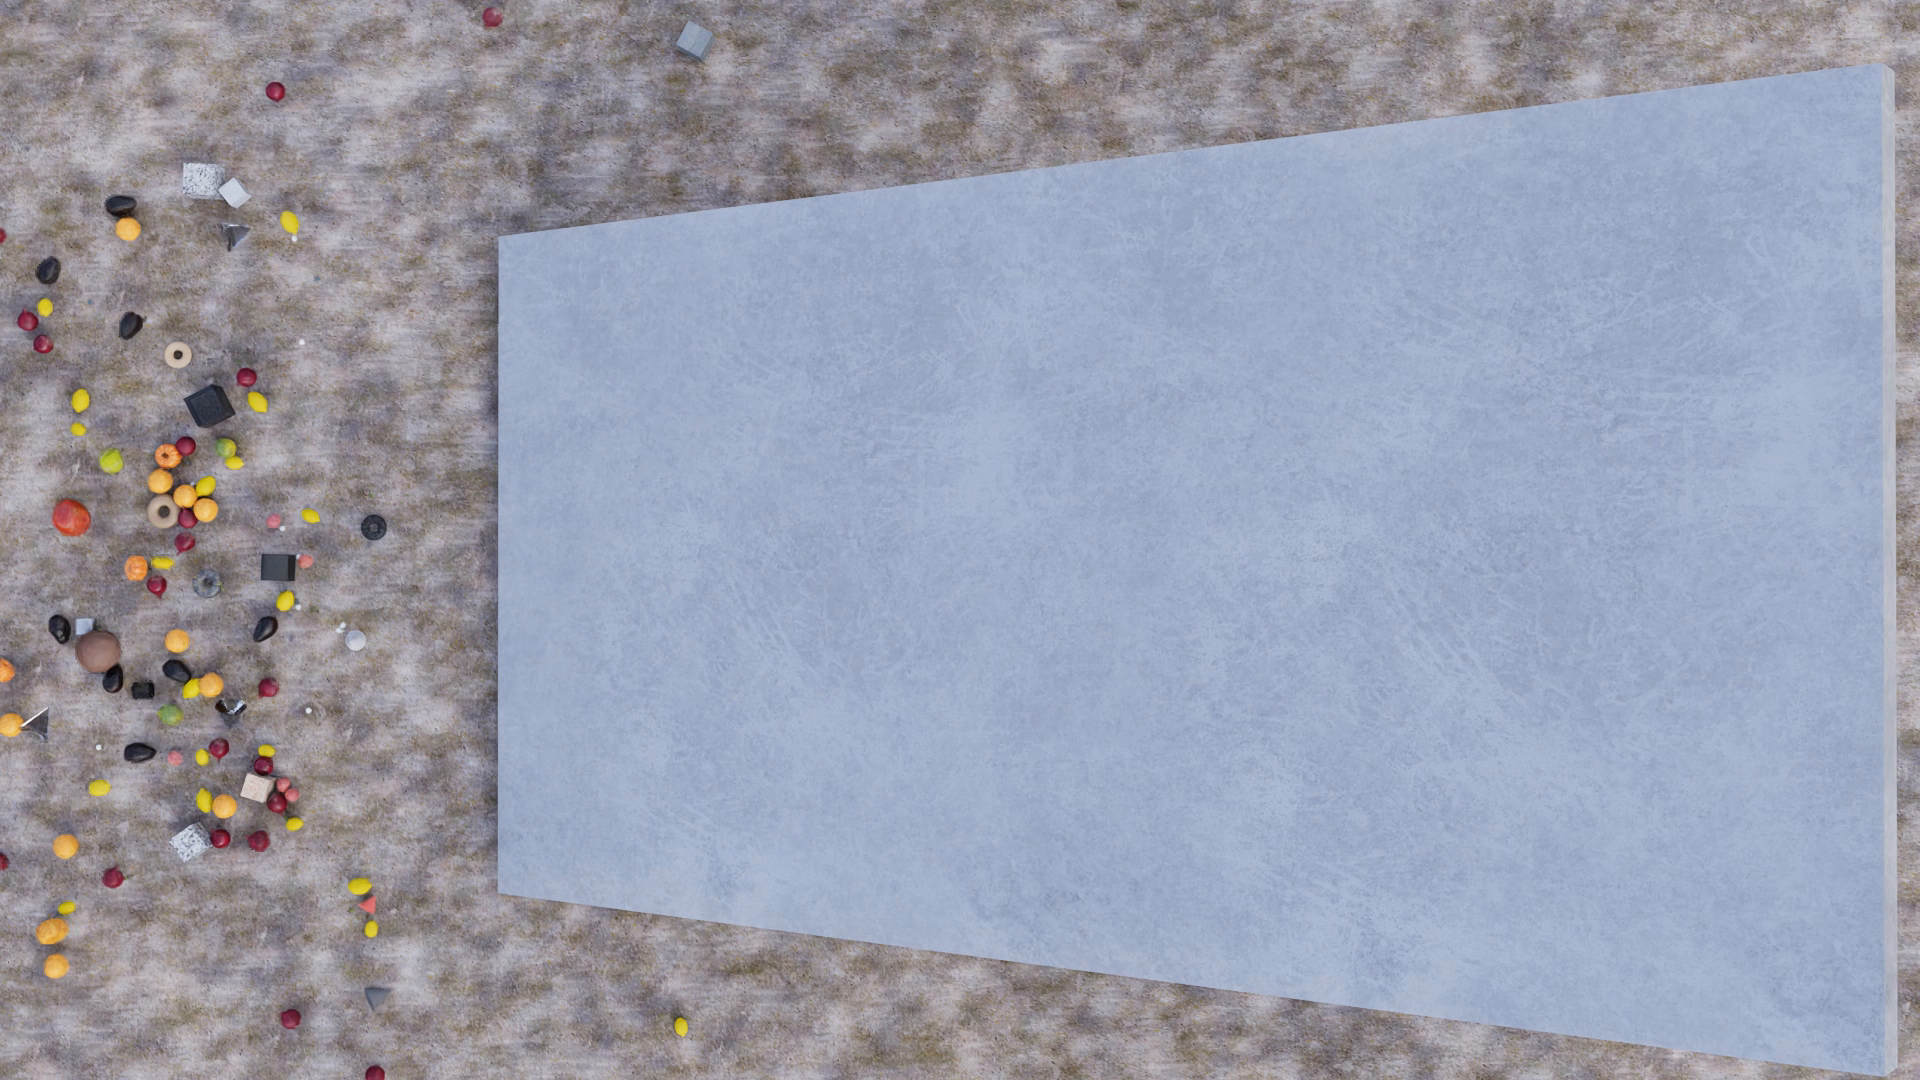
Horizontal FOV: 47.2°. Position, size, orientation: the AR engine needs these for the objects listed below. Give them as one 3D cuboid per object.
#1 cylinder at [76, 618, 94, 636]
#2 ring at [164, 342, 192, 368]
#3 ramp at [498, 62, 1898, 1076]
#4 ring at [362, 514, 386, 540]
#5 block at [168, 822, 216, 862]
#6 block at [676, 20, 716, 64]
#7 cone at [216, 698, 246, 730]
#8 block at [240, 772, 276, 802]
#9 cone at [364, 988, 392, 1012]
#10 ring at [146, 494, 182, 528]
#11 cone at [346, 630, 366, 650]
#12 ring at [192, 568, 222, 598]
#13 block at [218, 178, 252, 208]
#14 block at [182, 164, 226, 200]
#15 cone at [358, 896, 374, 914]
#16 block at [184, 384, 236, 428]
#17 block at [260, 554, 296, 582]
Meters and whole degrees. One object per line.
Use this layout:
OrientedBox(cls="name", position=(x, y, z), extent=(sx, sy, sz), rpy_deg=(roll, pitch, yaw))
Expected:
OrientedBox(cls="cylinder", position=(-2.688, 0.267, 6.753), extent=(0.050, 0.050, 0.050), rpy_deg=(1, 90, 0))
OrientedBox(cls="ring", position=(-2.408, -0.570, 6.770), extent=(0.084, 0.028, 0.084), rpy_deg=(0, 89, -1))
OrientedBox(cls="ramp", position=(0.237, 0.066, 5.557), extent=(4.000, 0.100, 2.000), rpy_deg=(0, 89, 36))
OrientedBox(cls="ring", position=(-1.804, -0.038, 6.767), extent=(0.080, 0.027, 0.080), rpy_deg=(0, 88, 0))
OrientedBox(cls="block", position=(-2.350, 0.925, 6.732), extent=(0.083, 0.083, 0.083), rpy_deg=(-36, 90, 0))
OrientedBox(cls="block", position=(-0.810, -1.529, 6.750), extent=(0.083, 0.083, 0.083), rpy_deg=(29, 90, 0))
OrientedBox(cls="cone", position=(-2.242, 0.549, 6.756), extent=(0.089, 0.089, 0.089), rpy_deg=(11, 116, 0))
OrientedBox(cls="block", position=(-2.149, 0.756, 6.739), extent=(0.071, 0.071, 0.071), rpy_deg=(17, 90, 0))
OrientedBox(cls="cone", position=(-1.778, 1.398, 6.753), extent=(0.075, 0.075, 0.075), rpy_deg=(-20, 90, -27))
OrientedBox(cls="ring", position=(-2.448, -0.088, 6.763), extent=(0.107, 0.036, 0.107), rpy_deg=(0, 91, 0))
OrientedBox(cls="cone", position=(-1.863, 0.309, 6.746), extent=(0.063, 0.063, 0.063), rpy_deg=(0, 90, 0))
OrientedBox(cls="ring", position=(-2.315, 0.134, 6.764), extent=(0.092, 0.031, 0.092), rpy_deg=(0, 88, 1))
OrientedBox(cls="block", position=(-2.227, -1.067, 6.757), extent=(0.061, 0.061, 0.061), rpy_deg=(-37, 90, 0))
OrientedBox(cls="block", position=(-2.317, -1.099, 6.741), extent=(0.094, 0.094, 0.094), rpy_deg=(2, 90, 0))
OrientedBox(cls="cone", position=(-1.812, 1.113, 6.760), extent=(0.052, 0.052, 0.052), rpy_deg=(27, 63, 0))
OrientedBox(cls="block", position=(-2.298, -0.408, 6.735), extent=(0.096, 0.096, 0.096), rpy_deg=(-28, 90, 0))
OrientedBox(cls="block", position=(-2.089, 0.084, 6.739), extent=(0.080, 0.080, 0.080), rpy_deg=(2, 90, 0))
